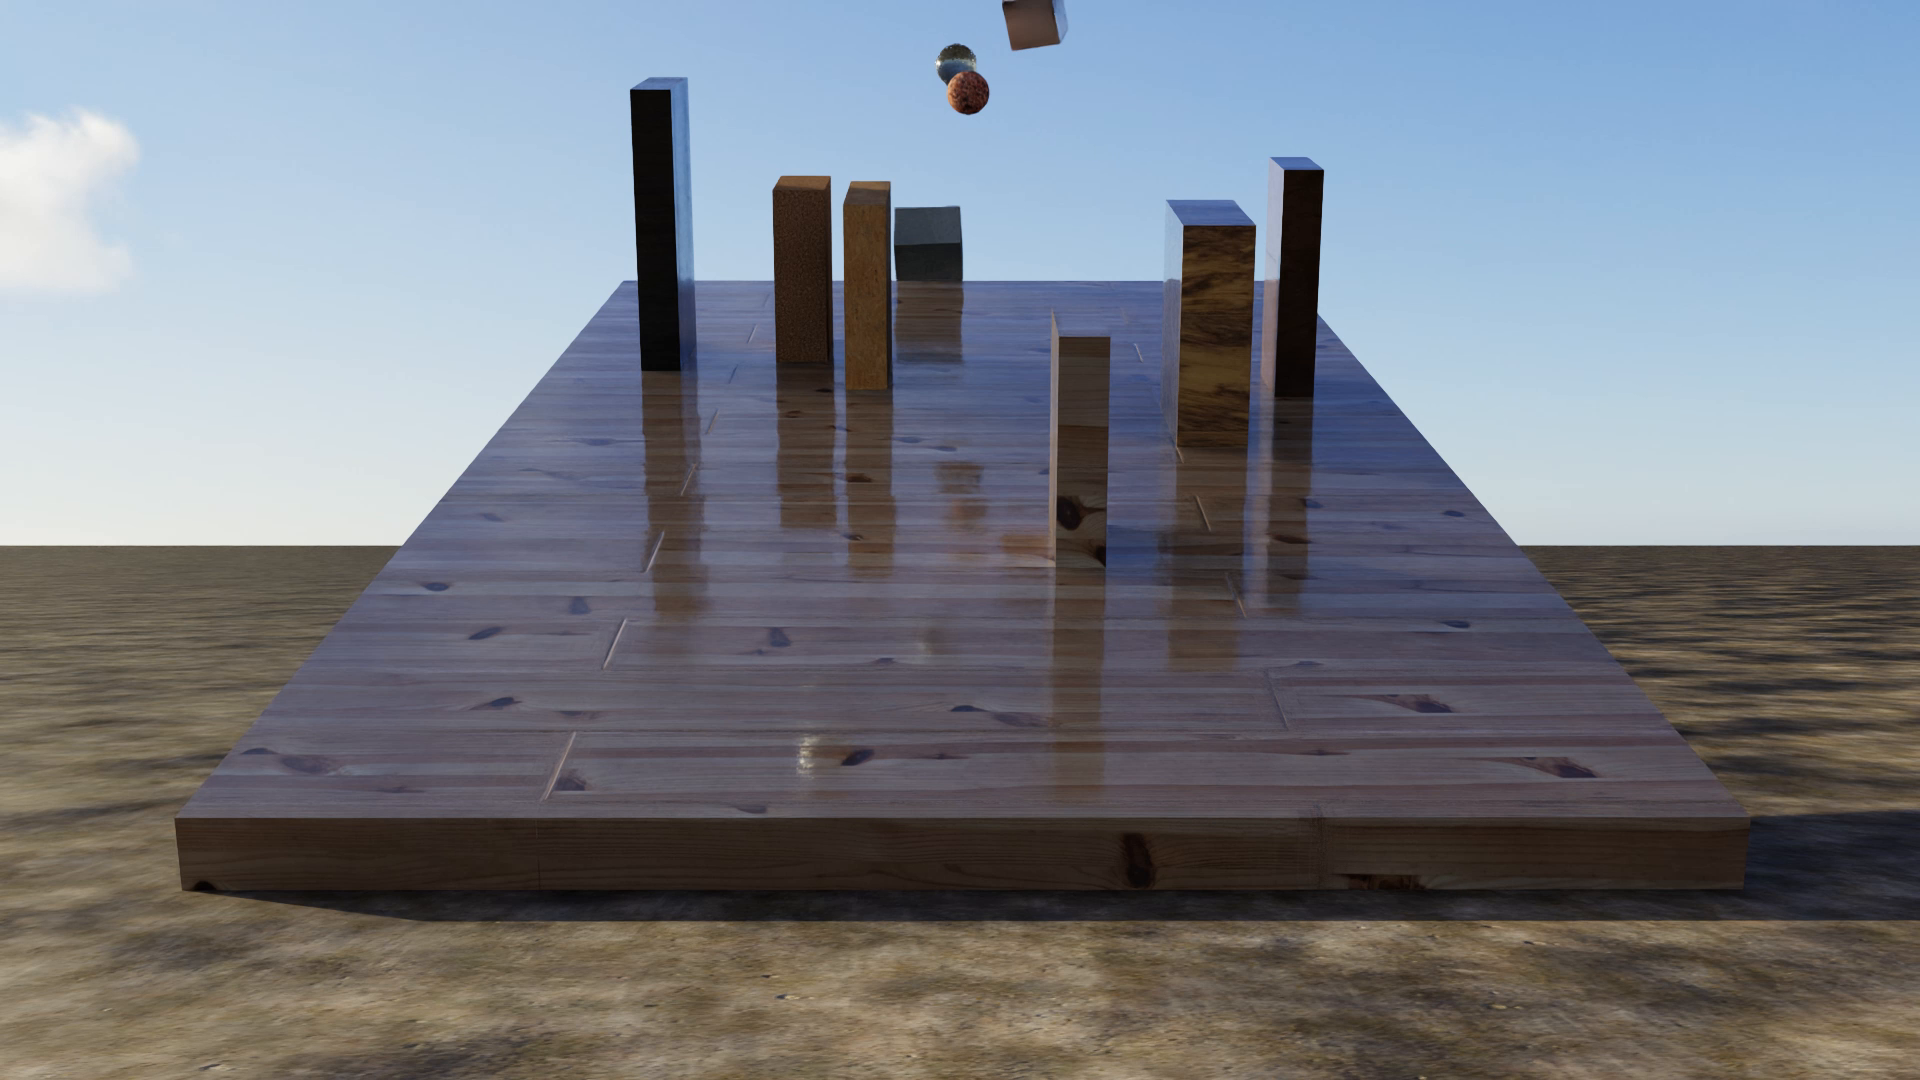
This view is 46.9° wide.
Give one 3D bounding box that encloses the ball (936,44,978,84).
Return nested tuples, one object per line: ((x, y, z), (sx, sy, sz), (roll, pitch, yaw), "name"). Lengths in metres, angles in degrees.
((-0.011, -1.426, 6.650), (0.126, 0.126, 0.126), (0, 0, 0), "ball")

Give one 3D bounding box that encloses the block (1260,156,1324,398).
((0.774, -0.617, 5.171), (0.090, 0.523, 0.245), (0, 16, 0), "block")

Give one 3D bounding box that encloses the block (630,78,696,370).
((-0.730, -0.786, 5.471), (0.096, 0.675, 0.353), (0, 16, 0), "block")

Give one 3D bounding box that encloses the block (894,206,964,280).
((-0.094, -0.868, 6.697), (0.199, 0.199, 0.199), (-2, 42, 1), "block")

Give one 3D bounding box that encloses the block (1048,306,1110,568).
((0.209, -0.188, 3.920), (0.087, 0.406, 0.282), (0, 16, 0), "block")

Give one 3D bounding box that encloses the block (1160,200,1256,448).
((0.531, -0.475, 4.788), (0.150, 0.468, 0.390), (0, 16, 0), "block")

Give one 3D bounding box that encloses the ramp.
((-0.002, -0.166, 4.740), (2.000, 0.100, 4.000), (0, 16, 0), "ramp")

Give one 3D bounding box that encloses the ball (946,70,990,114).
((0.023, -1.257, 6.221), (0.121, 0.121, 0.121), (0, 0, 0), "ball")

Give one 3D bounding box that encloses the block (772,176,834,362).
((-0.394, -0.688, 5.582), (0.127, 0.425, 0.287), (0, 16, 0), "block")

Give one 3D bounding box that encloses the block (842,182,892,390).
((-0.220, -0.621, 5.340), (0.098, 0.434, 0.425), (0, 16, 0), "block")

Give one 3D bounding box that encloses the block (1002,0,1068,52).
((0.219, -1.519, 6.410), (0.146, 0.146, 0.146), (-5, 29, 17), "block")
